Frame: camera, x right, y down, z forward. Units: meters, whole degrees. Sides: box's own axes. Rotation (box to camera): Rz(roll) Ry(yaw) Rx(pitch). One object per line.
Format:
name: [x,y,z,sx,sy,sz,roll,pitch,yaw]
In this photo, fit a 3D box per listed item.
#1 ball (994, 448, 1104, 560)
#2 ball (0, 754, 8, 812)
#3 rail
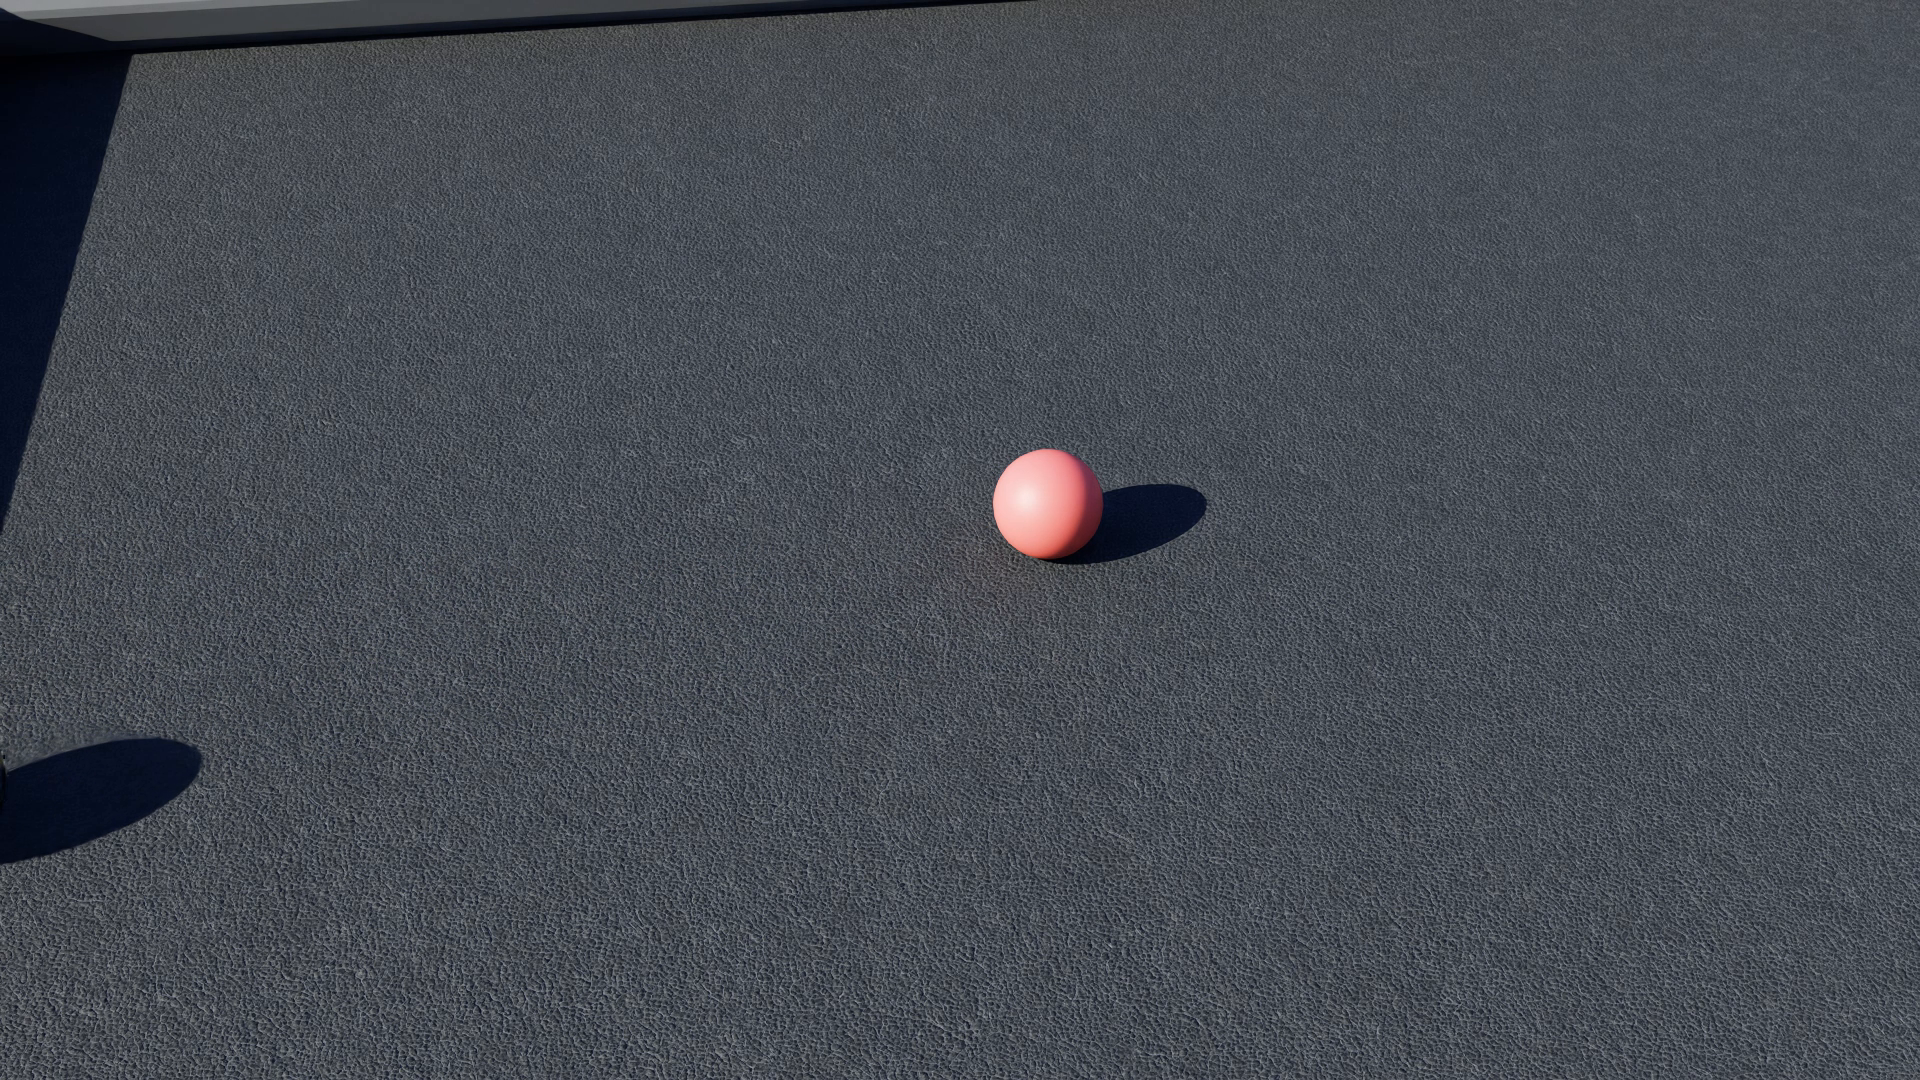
ball: [0.057,-0.023,1.646,0.071,0.071,0.071,0,36,0]
ball: [-0.571,0.135,1.416,0.085,0.085,0.085,0,36,0]
rail: [0.651,-0.584,2.383,3.126,0.111,0.045,-5,36,-7]
